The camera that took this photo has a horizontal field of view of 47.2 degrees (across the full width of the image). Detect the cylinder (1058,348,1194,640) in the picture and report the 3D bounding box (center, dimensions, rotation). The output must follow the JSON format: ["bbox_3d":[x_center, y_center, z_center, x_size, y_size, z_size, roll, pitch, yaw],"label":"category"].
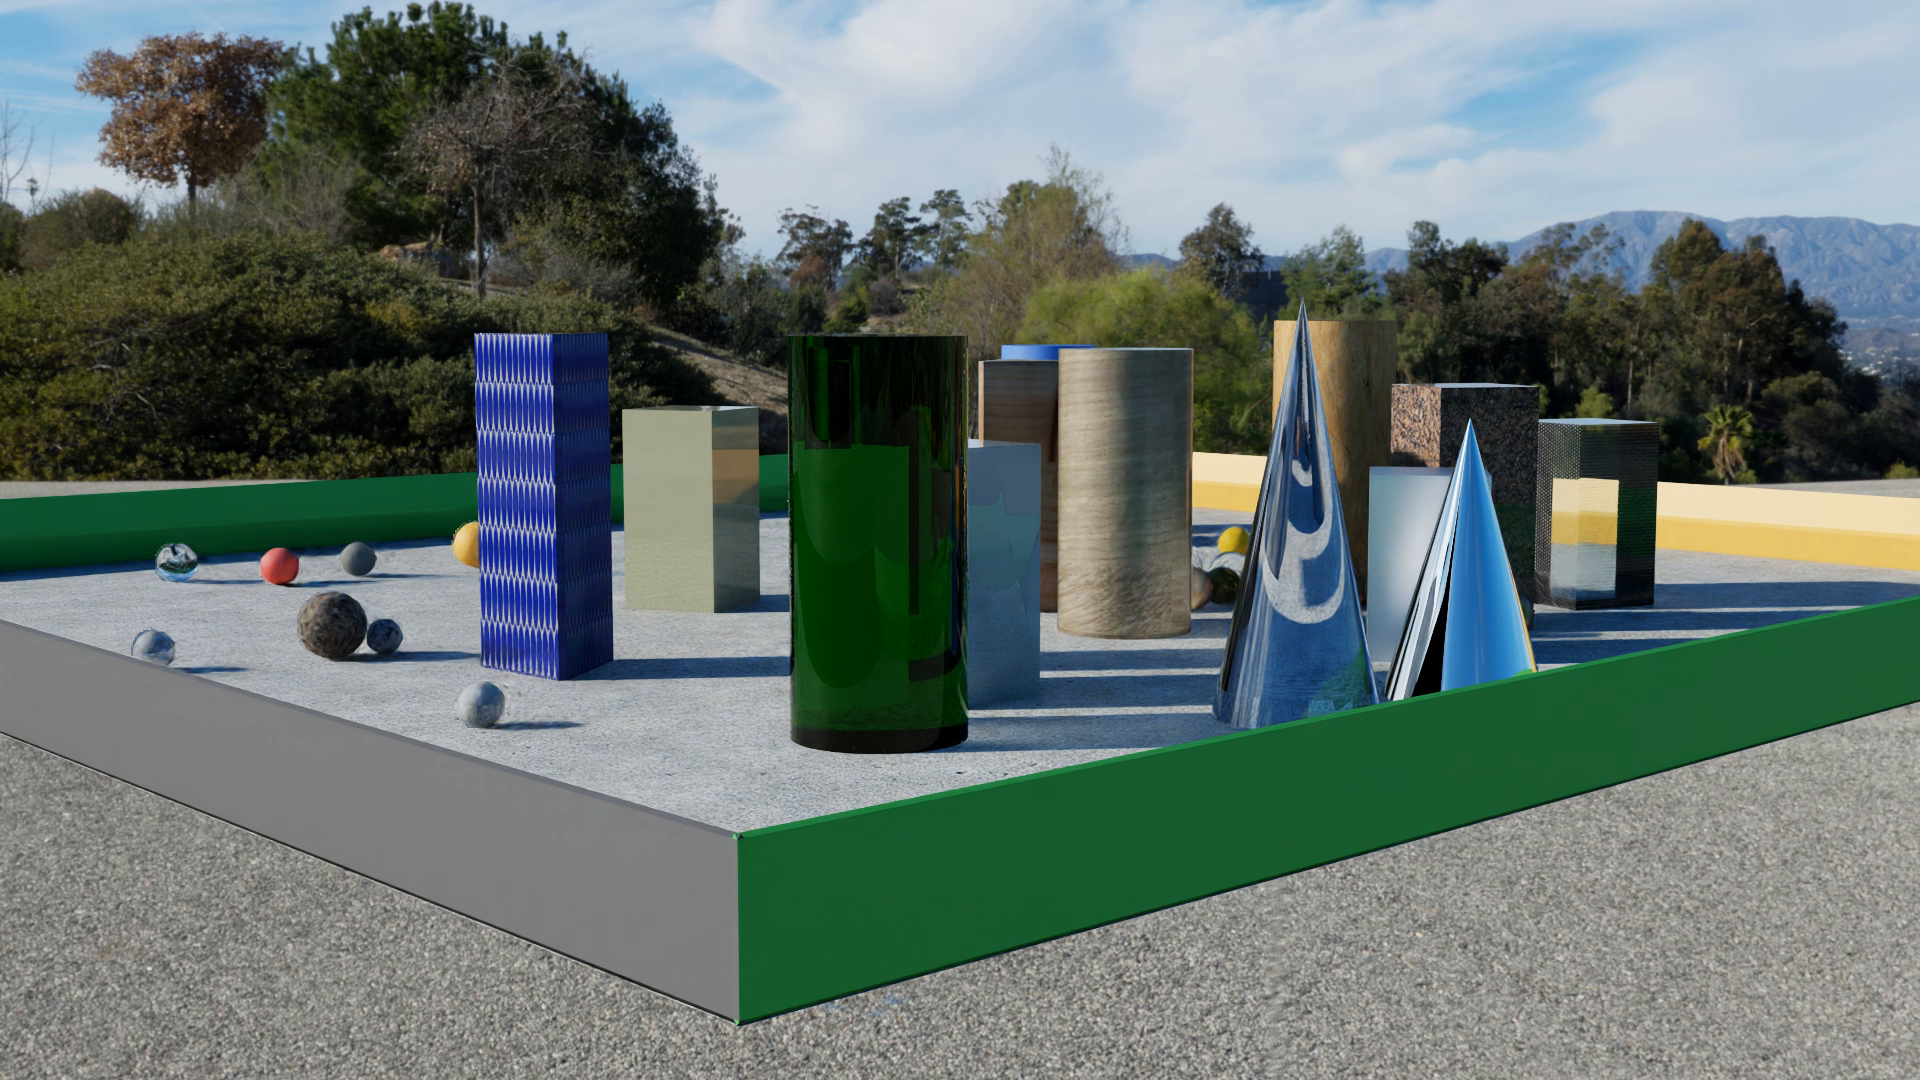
[{"bbox_3d":[0.226,-0.068,3.016,0.185,0.386,0.185,0,6,0],"label":"cylinder"}]

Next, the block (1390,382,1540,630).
[{"bbox_3d":[0.699,-0.048,3.064,0.148,0.335,0.148,-2,6,-15],"label":"block"}]

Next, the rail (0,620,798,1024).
[{"bbox_3d":[-1.047,0.133,2.372,0.045,0.120,2.734,-6,8,-42],"label":"rail"}]

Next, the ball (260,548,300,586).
[{"bbox_3d":[-1.089,0.042,3.520,0.061,0.061,0.061,0,6,0],"label":"ball"}]

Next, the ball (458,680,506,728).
[{"bbox_3d":[-0.507,0.174,2.331,0.049,0.049,0.049,0,6,0],"label":"ball"}]

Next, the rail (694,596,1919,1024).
[{"bbox_3d":[0.911,0.136,2.351,2.895,0.120,0.045,-6,8,-42],"label":"rail"}]

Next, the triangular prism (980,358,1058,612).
[{"bbox_3d":[0.090,-0.084,3.261,0.160,0.366,0.138,-2,6,-14],"label":"triangular prism"}]

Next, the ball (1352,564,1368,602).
[{"bbox_3d":[0.568,0.067,3.248,0.067,0.067,0.067,0,6,0],"label":"ball"}]

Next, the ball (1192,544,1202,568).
[{"bbox_3d":[0.328,0.040,3.387,0.092,0.092,0.092,0,6,0],"label":"ball"}]

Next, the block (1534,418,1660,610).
[{"bbox_3d":[0.939,-0.042,3.309,0.148,0.273,0.148,-3,7,-25],"label":"block"}]

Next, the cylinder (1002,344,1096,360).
[{"bbox_3d":[0.174,-0.200,4.347,0.185,0.368,0.185,0,6,0],"label":"cylinder"}]

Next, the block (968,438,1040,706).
[{"bbox_3d":[-0.012,0.034,2.515,0.148,0.289,0.148,-5,8,-41],"label":"block"}]

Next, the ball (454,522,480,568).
[{"bbox_3d":[-0.825,0.008,3.758,0.079,0.079,0.079,0,6,0],"label":"ball"}]

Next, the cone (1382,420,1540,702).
[{"bbox_3d":[0.578,0.020,2.507,0.185,0.319,0.185,0,6,0],"label":"cone"}]

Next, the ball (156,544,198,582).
[{"bbox_3d":[-1.265,0.037,3.552,0.064,0.064,0.064,0,6,0],"label":"ball"}]

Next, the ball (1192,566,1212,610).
[{"bbox_3d":[0.338,0.070,3.231,0.065,0.065,0.065,0,6,0],"label":"ball"}]

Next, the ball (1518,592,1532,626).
[{"bbox_3d":[0.743,0.098,2.981,0.063,0.063,0.063,0,6,0],"label":"ball"}]

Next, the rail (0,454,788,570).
[{"bbox_3d":[-0.911,-0.073,4.314,2.895,0.120,0.045,-6,8,-42],"label":"rail"}]

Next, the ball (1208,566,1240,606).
[{"bbox_3d":[0.391,0.068,3.286,0.058,0.058,0.058,0,6,0],"label":"ball"}]

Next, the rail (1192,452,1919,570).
[{"bbox_3d":[1.047,-0.071,4.293,0.045,0.120,2.734,-6,8,-42],"label":"rail"}]

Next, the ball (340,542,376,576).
[{"bbox_3d":[-0.996,0.031,3.639,0.057,0.057,0.057,0,6,0],"label":"ball"}]

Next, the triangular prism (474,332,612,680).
[{"bbox_3d":[-0.486,-0.048,2.705,0.160,0.412,0.138,5,8,42],"label":"triangular prism"}]

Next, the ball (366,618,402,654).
[{"bbox_3d":[-0.738,0.124,2.821,0.046,0.046,0.046,0,6,0],"label":"ball"}]

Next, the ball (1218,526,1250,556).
[{"bbox_3d":[0.484,0.007,3.855,0.060,0.060,0.060,0,6,0],"label":"ball"}]

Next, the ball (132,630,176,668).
[{"bbox_3d":[-0.987,0.135,2.693,0.050,0.050,0.050,0,6,0],"label":"ball"}]

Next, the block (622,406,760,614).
[{"bbox_3d":[-0.399,-0.050,3.278,0.148,0.294,0.148,2,7,22],"label":"block"}]

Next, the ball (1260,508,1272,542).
[{"bbox_3d":[0.598,-0.027,4.115,0.073,0.073,0.073,0,6,0],"label":"ball"}]

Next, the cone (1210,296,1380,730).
[{"bbox_3d":[0.366,-0.035,2.372,0.185,0.456,0.185,0,6,0],"label":"cone"}]

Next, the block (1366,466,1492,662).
[{"bbox_3d":[0.597,0.030,2.811,0.148,0.235,0.148,1,6,10],"label":"block"}]

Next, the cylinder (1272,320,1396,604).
[{"bbox_3d":[0.569,-0.123,3.357,0.185,0.423,0.185,0,6,0],"label":"cylinder"}]

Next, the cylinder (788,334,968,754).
[{"bbox_3d":[-0.084,-0.002,2.262,0.185,0.415,0.185,0,6,0],"label":"cylinder"}]

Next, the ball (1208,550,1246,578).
[{"bbox_3d":[0.417,0.052,3.386,0.070,0.070,0.070,0,6,0],"label":"ball"}]

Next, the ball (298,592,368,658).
[{"bbox_3d":[-0.794,0.108,2.785,0.085,0.085,0.085,0,6,0],"label":"ball"}]
